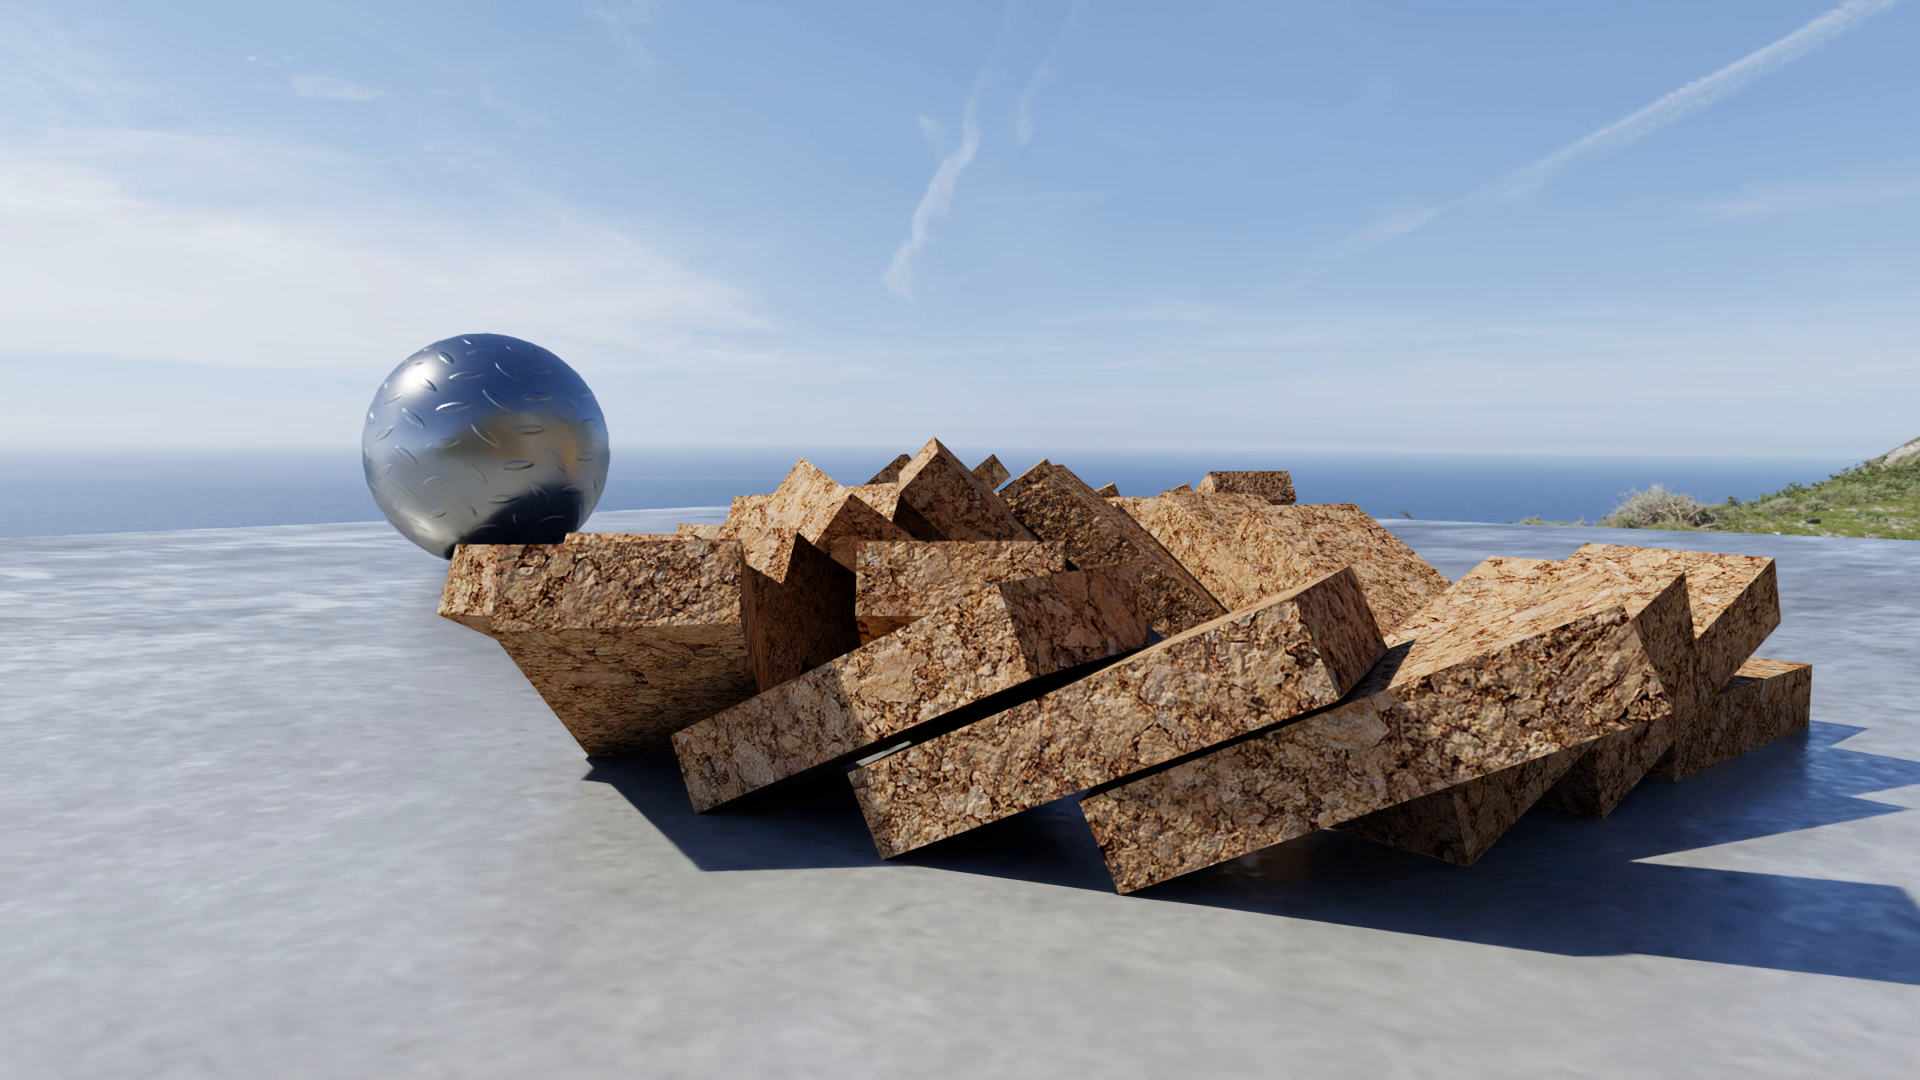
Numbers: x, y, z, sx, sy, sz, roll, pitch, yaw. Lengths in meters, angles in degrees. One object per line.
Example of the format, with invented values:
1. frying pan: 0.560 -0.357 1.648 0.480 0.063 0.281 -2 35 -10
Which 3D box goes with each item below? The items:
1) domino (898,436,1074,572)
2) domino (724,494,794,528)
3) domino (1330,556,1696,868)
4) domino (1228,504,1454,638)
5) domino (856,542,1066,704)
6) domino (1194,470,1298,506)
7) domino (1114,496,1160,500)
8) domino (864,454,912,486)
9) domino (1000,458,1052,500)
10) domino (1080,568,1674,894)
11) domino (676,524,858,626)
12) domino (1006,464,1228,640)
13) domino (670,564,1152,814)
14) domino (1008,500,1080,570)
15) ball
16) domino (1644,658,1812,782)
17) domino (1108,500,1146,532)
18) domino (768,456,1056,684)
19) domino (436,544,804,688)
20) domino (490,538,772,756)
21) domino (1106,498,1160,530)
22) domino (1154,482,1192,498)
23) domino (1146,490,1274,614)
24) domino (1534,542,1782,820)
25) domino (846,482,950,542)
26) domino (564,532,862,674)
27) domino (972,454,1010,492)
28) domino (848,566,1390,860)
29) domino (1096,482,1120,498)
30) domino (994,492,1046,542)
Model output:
1. domino: 0.010 0.003 0.229 0.050 0.010 0.025 43 6 -9
2. domino: -0.019 0.007 0.245 0.025 0.009 0.050 -2 -27 37
3. domino: 0.061 0.018 0.151 0.050 0.009 0.025 -29 20 -31
4. domino: 0.070 0.011 0.214 0.025 0.009 0.050 -2 32 -26
5. domino: 0.000 0.014 0.176 0.025 0.009 0.050 0 -22 0
6. domino: 0.077 -0.004 0.384 0.025 0.009 0.050 -1 -28 -16
7. domino: 0.061 0.001 0.359 0.025 0.010 0.050 2 -18 24
8. domino: -0.035 -0.010 0.438 0.050 0.009 0.025 -39 2 5
9. domino: 0.011 -0.009 0.437 0.050 0.009 0.025 -36 2 2
10. domino: 0.039 0.018 0.124 0.050 0.010 0.025 -25 -4 22
11. domino: -0.026 0.011 0.227 0.025 0.010 0.050 3 -19 30
12. domino: 0.033 0.005 0.239 0.050 0.009 0.025 40 13 9
13. domino: -0.006 0.017 0.145 0.050 0.009 0.025 -27 -12 34
14. domino: 0.022 0.005 0.296 0.025 0.009 0.050 3 -21 32
15. ball: -0.161 -0.031 0.440 0.080 0.080 0.080 0 4 0
16. domino: 0.101 0.024 0.187 0.050 0.009 0.025 -4 6 -40
17. domino: 0.036 0.004 0.316 0.025 0.009 0.050 3 -20 32
18. domino: -0.006 0.007 0.211 0.050 0.009 0.025 36 -1 -29
19. domino: -0.046 0.014 0.182 0.025 0.010 0.050 0 -21 23
20. domino: -0.037 0.015 0.155 0.025 0.010 0.050 -2 -24 -5
21. domino: 0.049 0.003 0.336 0.025 0.010 0.050 2 -19 30
22. domino: 0.055 -0.005 0.430 0.050 0.009 0.025 -24 -1 10
23. domino: 0.059 0.008 0.237 0.025 0.010 0.050 1 32 -31
24. domino: 0.082 0.016 0.167 0.050 0.009 0.025 -29 21 -32
25. domino: -0.006 0.005 0.258 0.025 0.010 0.050 -3 -28 40
26. domino: -0.038 0.012 0.206 0.025 0.009 0.050 1 -20 29
27. domino: -0.005 -0.010 0.437 0.050 0.010 0.025 -39 2 5
28. domino: 0.016 0.018 0.131 0.050 0.010 0.025 -26 -7 27
29. domino: 0.031 -0.005 0.434 0.050 0.009 0.025 -24 1 8
30. domino: 0.008 0.005 0.276 0.025 0.010 0.050 3 -25 32
